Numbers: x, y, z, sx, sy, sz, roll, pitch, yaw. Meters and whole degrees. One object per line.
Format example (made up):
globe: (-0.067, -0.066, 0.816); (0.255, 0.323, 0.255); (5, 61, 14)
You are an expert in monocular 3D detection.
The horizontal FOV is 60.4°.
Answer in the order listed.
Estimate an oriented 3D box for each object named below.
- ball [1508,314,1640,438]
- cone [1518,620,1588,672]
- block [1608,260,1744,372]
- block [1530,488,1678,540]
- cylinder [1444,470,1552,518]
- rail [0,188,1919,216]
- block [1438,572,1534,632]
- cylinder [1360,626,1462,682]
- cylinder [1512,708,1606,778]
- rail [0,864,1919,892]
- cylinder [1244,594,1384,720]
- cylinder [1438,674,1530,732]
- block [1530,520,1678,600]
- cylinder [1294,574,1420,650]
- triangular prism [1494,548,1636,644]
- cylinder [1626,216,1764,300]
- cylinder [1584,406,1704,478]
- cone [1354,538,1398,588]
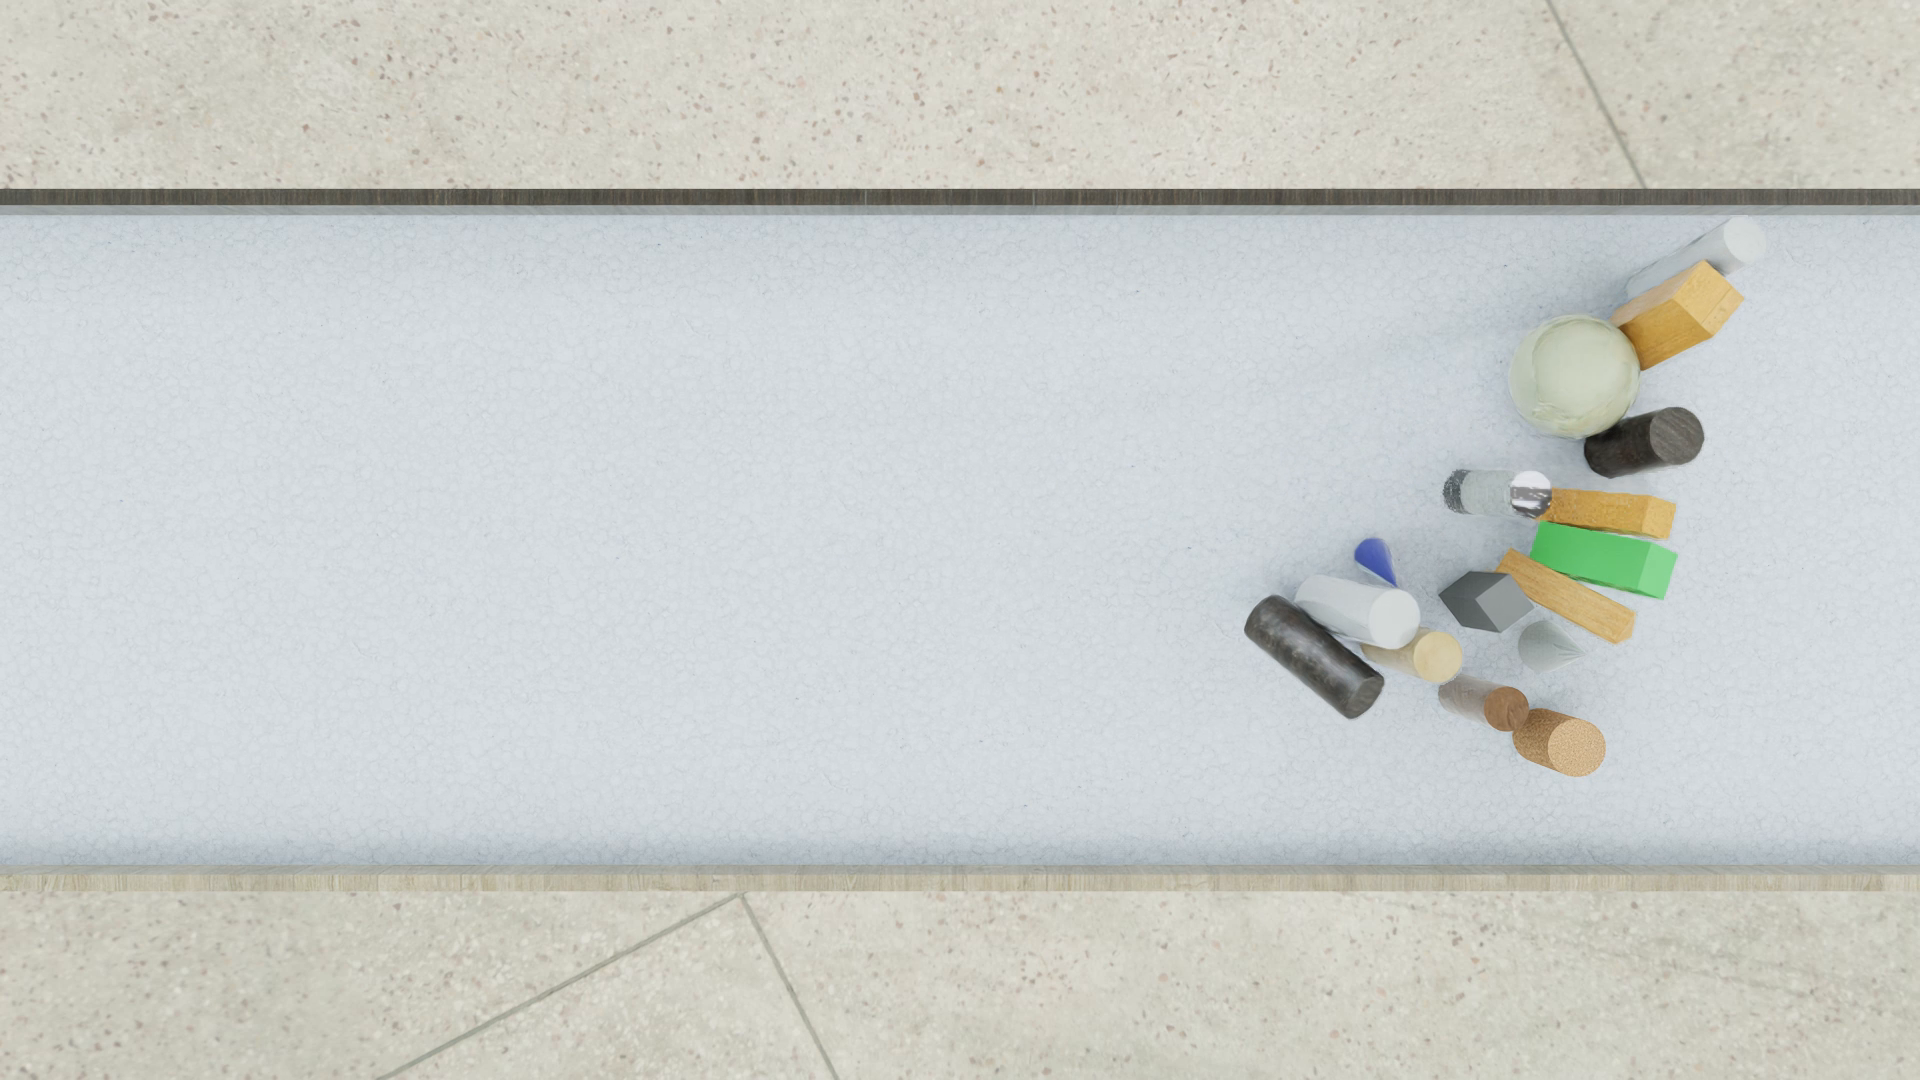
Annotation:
ball: (1.820, -0.485, 4.892); (0.368, 0.368, 0.368); (0, 90, 0)
cone: (1.799, 0.329, 4.900); (0.161, 0.352, 0.161); (0, 90, 0)
block: (2.067, -0.642, 4.844); (0.159, 0.439, 0.159); (43, 76, 0)
block: (1.885, -0.082, 4.849); (0.104, 0.448, 0.104); (14, 90, -23)
cylinder: (1.586, -0.139, 4.883); (0.137, 0.365, 0.137); (-1, 93, -14)
rail: (-2.247, -1.025, 5.002); (12.000, 0.150, 0.050); (0, 90, 0)
block: (1.556, 0.181, 4.893); (0.122, 0.367, 0.122); (-37, 90, 0)
cylinder: (1.325, 0.321, 4.864); (0.146, 0.409, 0.146); (0, 93, -7)
cylinder: (1.784, 0.602, 4.924); (0.168, 0.306, 0.168); (0, 90, 0)
rail: (-2.247, 1.025, 5.001); (12.000, 0.150, 0.050); (0, 90, 0)
cylinder: (1.046, 0.343, 4.888); (0.161, 0.161, 0.414); (-48, 53, 0)
cylinder: (1.535, 0.475, 4.854); (0.128, 0.444, 0.128); (0, 90, 0)
block: (1.896, 0.057, 4.882); (0.139, 0.378, 0.139); (18, 90, -35)
cylinder: (1.165, 0.209, 4.861); (0.172, 0.396, 0.172); (-2, 95, -19)
triangular prism: (1.798, 0.157, 4.898); (0.415, 0.108, 0.094); (34, 121, 36)
cylinder: (2.161, -0.804, 4.861); (0.140, 0.409, 0.140); (4, 75, -17)
cylinder: (2.022, -0.286, 4.889); (0.169, 0.351, 0.169); (1, 86, -9)
cone: (1.259, 0.091, 4.886); (0.113, 0.363, 0.113); (1, 104, 3)
